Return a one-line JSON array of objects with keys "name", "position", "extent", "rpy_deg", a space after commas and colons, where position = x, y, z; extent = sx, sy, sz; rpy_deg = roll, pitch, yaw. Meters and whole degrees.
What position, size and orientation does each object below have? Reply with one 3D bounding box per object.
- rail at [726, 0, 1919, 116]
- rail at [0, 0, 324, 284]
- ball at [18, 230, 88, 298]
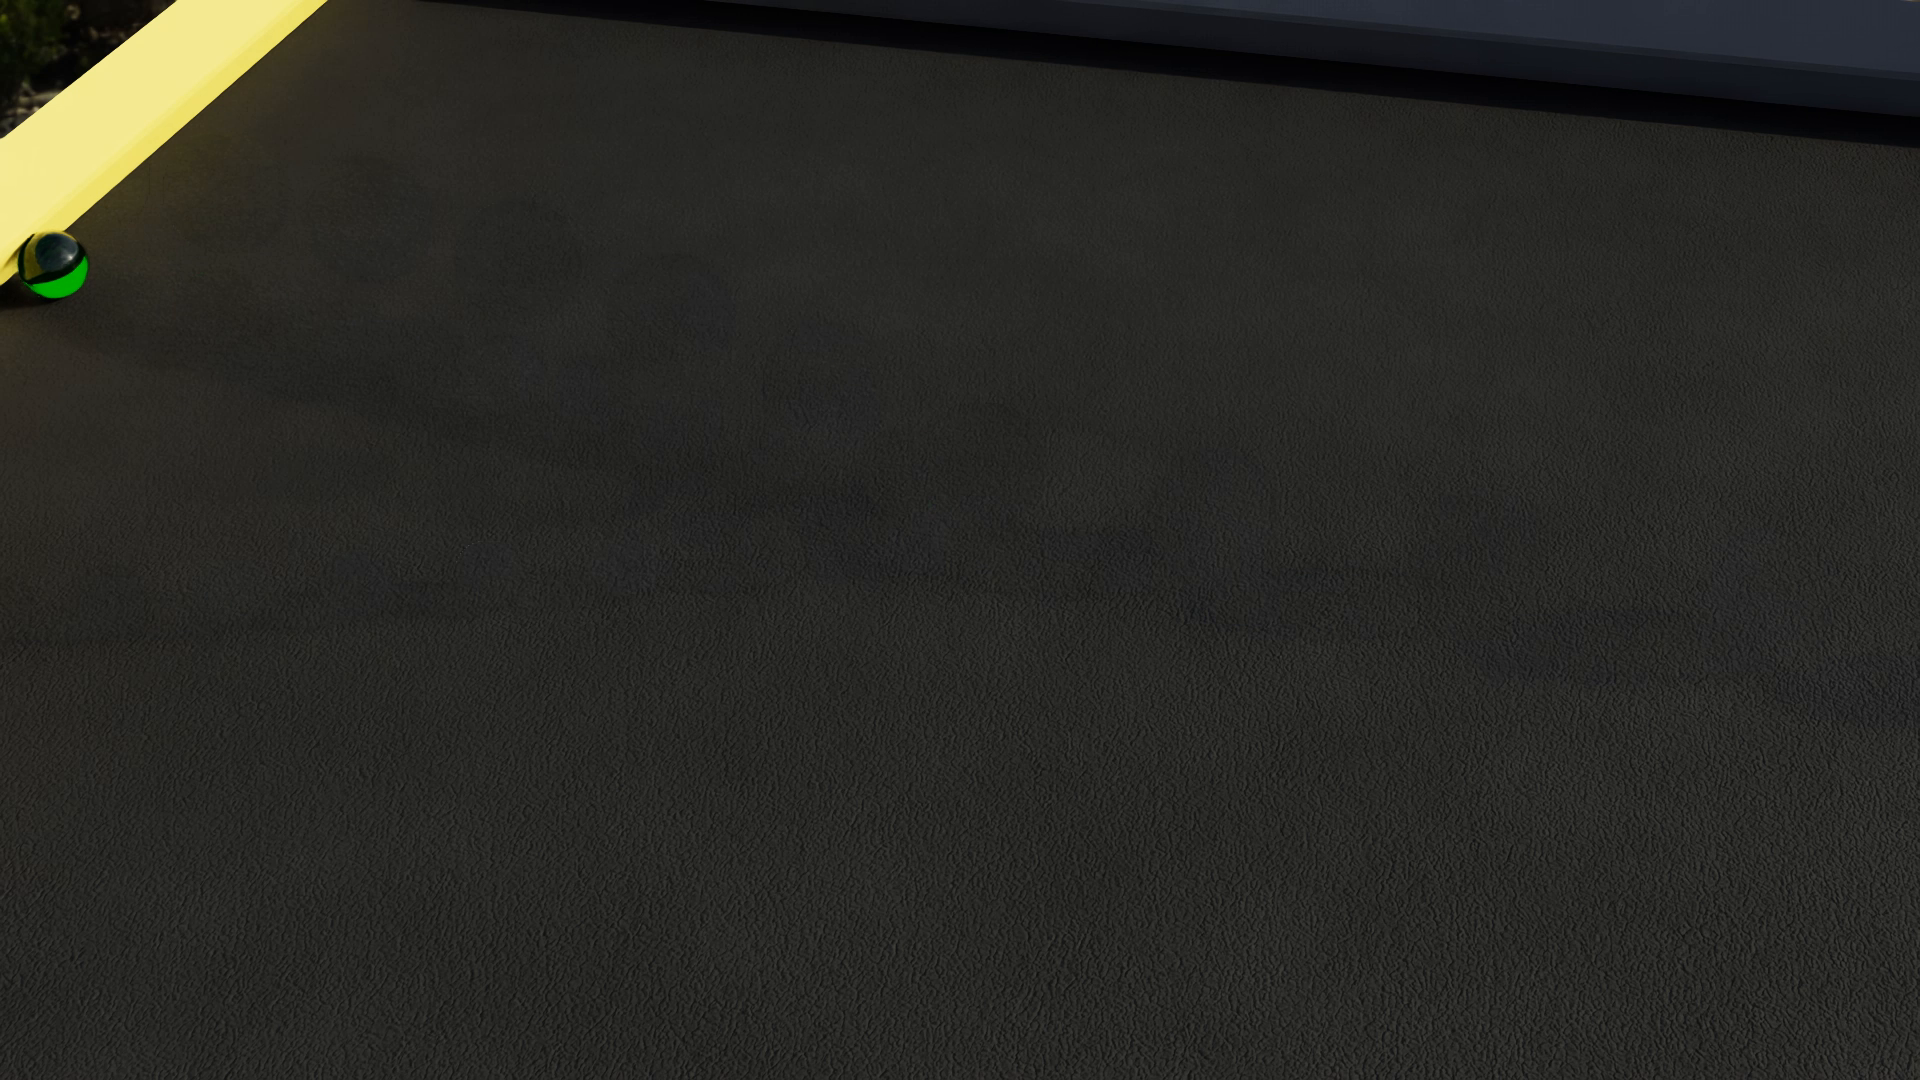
[{"name": "rail", "position": [1.167, -0.449, 2.549], "extent": [3.837, 0.121, 0.045], "rpy_deg": [8, 35, 11]}, {"name": "rail", "position": [-0.909, -0.153, 2.115], "extent": [0.045, 0.121, 2.046], "rpy_deg": [8, 35, 11]}, {"name": "ball", "position": [-0.816, -0.248, 2.310], "extent": [0.060, 0.060, 0.060], "rpy_deg": [0, 34, 0]}]
